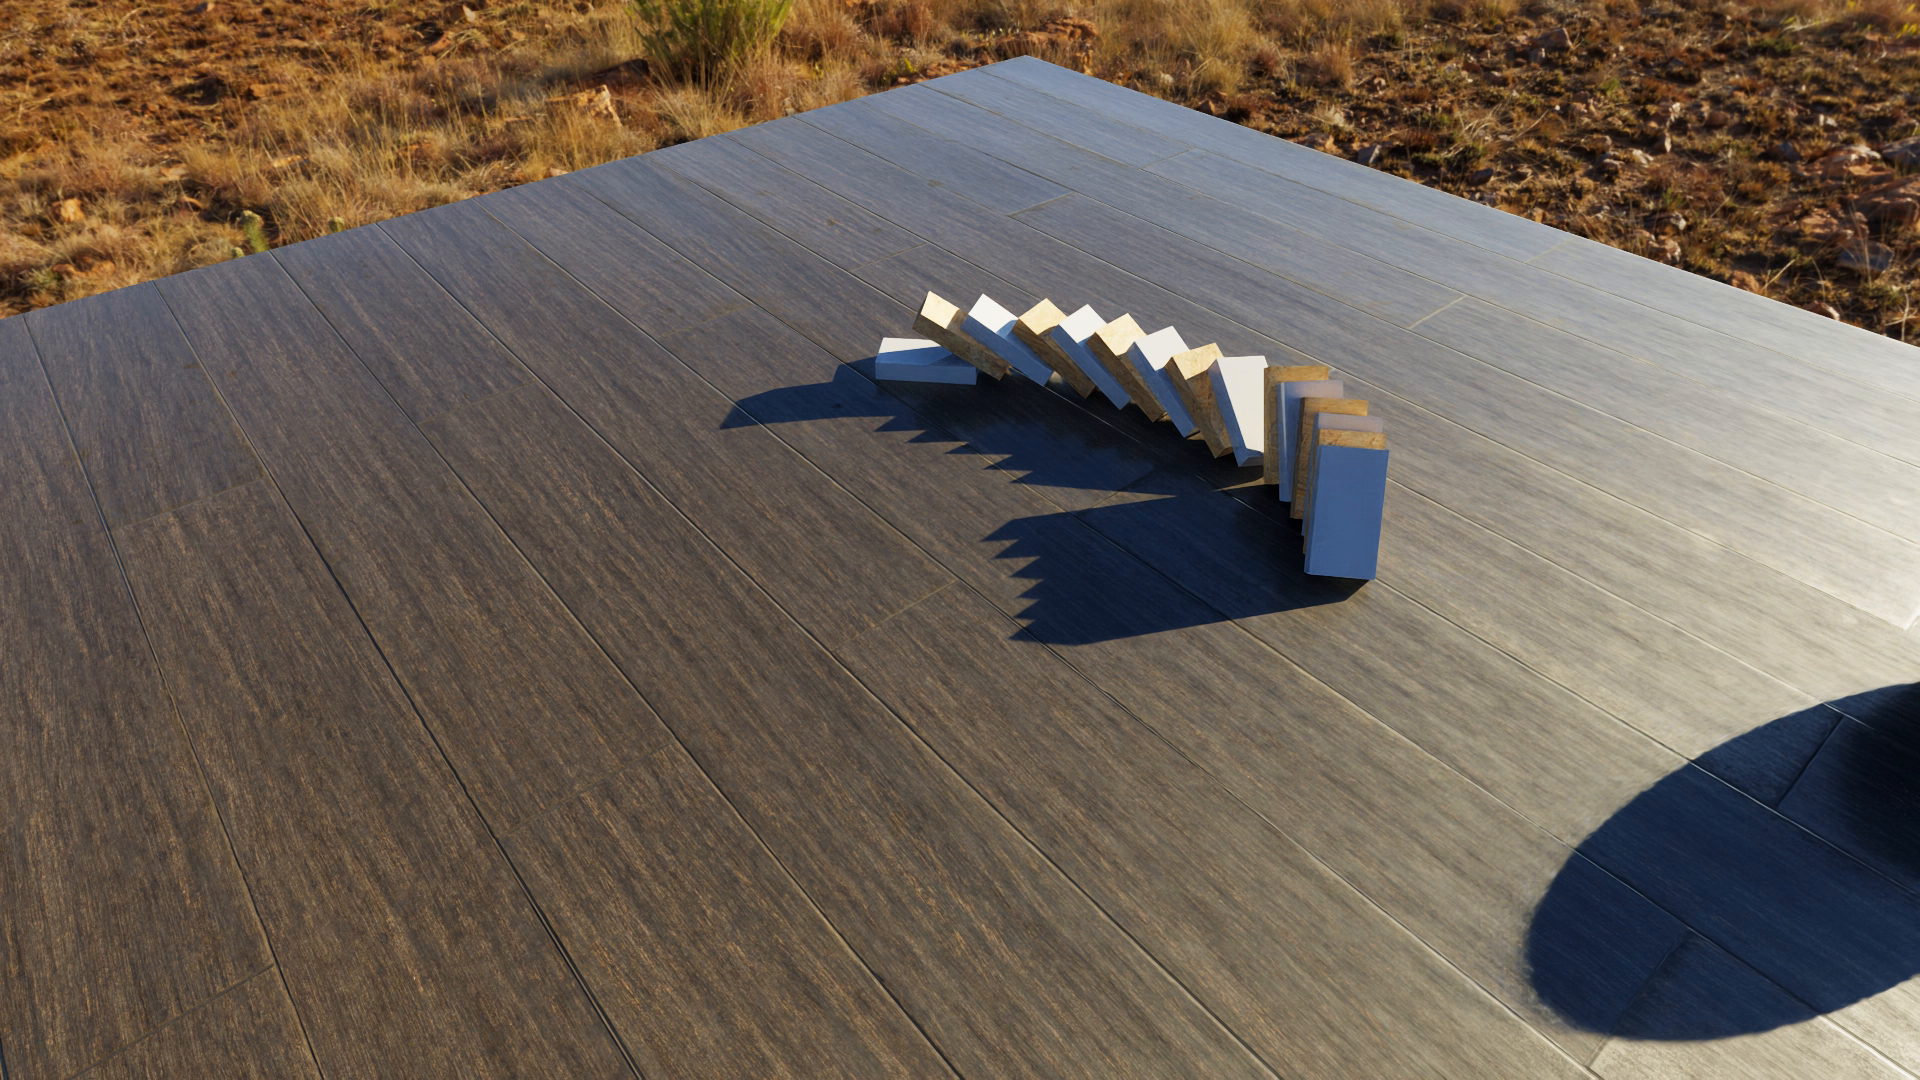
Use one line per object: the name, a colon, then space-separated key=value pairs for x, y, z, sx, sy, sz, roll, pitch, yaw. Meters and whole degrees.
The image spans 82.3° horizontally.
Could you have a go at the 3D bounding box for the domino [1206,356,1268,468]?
domino: x=0.131 y=-0.058 z=0.494 sx=0.025 sy=0.009 sz=0.050 roll=-6 pitch=69 yaw=-18

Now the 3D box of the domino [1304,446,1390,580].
domino: x=0.150 y=-0.011 z=0.428 sx=0.025 sy=0.050 sz=0.010 roll=5 pitch=4 yaw=6

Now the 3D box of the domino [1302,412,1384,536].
domino: x=0.155 y=-0.025 z=0.445 sx=0.025 sy=0.050 sz=0.009 roll=5 pitch=4 yaw=6

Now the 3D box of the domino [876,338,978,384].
domino: x=-0.016 y=-0.090 z=0.553 sx=0.050 sy=0.009 sz=0.025 roll=4 pitch=39 yaw=5

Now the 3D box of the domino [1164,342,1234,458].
domino: x=0.117 y=-0.064 z=0.503 sx=0.025 sy=0.009 sz=0.050 roll=-19 pitch=73 yaw=-22

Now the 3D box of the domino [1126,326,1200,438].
domino: x=0.102 y=-0.074 z=0.515 sx=0.025 sy=0.010 sz=0.050 roll=-25 pitch=76 yaw=-29

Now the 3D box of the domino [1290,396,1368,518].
domino: x=0.152 y=-0.033 z=0.455 sx=0.025 sy=0.050 sz=0.010 roll=4 pitch=4 yaw=5

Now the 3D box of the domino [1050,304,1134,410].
domino: x=0.070 y=-0.089 z=0.533 sx=0.050 sy=0.009 sz=0.025 roll=48 pitch=53 yaw=5

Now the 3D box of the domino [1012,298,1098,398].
domino: x=0.052 y=-0.095 z=0.542 sx=0.050 sy=0.010 sz=0.025 roll=44 pitch=51 yaw=6

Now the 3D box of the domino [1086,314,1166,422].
domino: x=0.086 y=-0.082 z=0.525 sx=0.025 sy=0.009 sz=0.050 roll=-33 pitch=80 yaw=-34

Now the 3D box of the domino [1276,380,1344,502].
domino: x=0.149 y=-0.042 z=0.466 sx=0.025 sy=0.050 sz=0.009 roll=-3 pitch=5 yaw=-4

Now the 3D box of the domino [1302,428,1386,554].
domino: x=0.152 y=-0.018 z=0.436 sx=0.025 sy=0.050 sz=0.010 roll=5 pitch=4 yaw=6

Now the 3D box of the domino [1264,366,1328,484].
domino: x=0.145 y=-0.050 z=0.474 sx=0.025 sy=0.050 sz=0.009 roll=-2 pitch=4 yaw=-4

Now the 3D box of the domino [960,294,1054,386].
domino: x=0.026 y=-0.099 z=0.545 sx=0.050 sy=0.010 sz=0.025 roll=34 pitch=39 yaw=-5

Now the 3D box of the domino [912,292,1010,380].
domino: x=0.002 y=-0.101 z=0.544 sx=0.050 sy=0.010 sz=0.025 roll=29 pitch=37 yaw=-12
